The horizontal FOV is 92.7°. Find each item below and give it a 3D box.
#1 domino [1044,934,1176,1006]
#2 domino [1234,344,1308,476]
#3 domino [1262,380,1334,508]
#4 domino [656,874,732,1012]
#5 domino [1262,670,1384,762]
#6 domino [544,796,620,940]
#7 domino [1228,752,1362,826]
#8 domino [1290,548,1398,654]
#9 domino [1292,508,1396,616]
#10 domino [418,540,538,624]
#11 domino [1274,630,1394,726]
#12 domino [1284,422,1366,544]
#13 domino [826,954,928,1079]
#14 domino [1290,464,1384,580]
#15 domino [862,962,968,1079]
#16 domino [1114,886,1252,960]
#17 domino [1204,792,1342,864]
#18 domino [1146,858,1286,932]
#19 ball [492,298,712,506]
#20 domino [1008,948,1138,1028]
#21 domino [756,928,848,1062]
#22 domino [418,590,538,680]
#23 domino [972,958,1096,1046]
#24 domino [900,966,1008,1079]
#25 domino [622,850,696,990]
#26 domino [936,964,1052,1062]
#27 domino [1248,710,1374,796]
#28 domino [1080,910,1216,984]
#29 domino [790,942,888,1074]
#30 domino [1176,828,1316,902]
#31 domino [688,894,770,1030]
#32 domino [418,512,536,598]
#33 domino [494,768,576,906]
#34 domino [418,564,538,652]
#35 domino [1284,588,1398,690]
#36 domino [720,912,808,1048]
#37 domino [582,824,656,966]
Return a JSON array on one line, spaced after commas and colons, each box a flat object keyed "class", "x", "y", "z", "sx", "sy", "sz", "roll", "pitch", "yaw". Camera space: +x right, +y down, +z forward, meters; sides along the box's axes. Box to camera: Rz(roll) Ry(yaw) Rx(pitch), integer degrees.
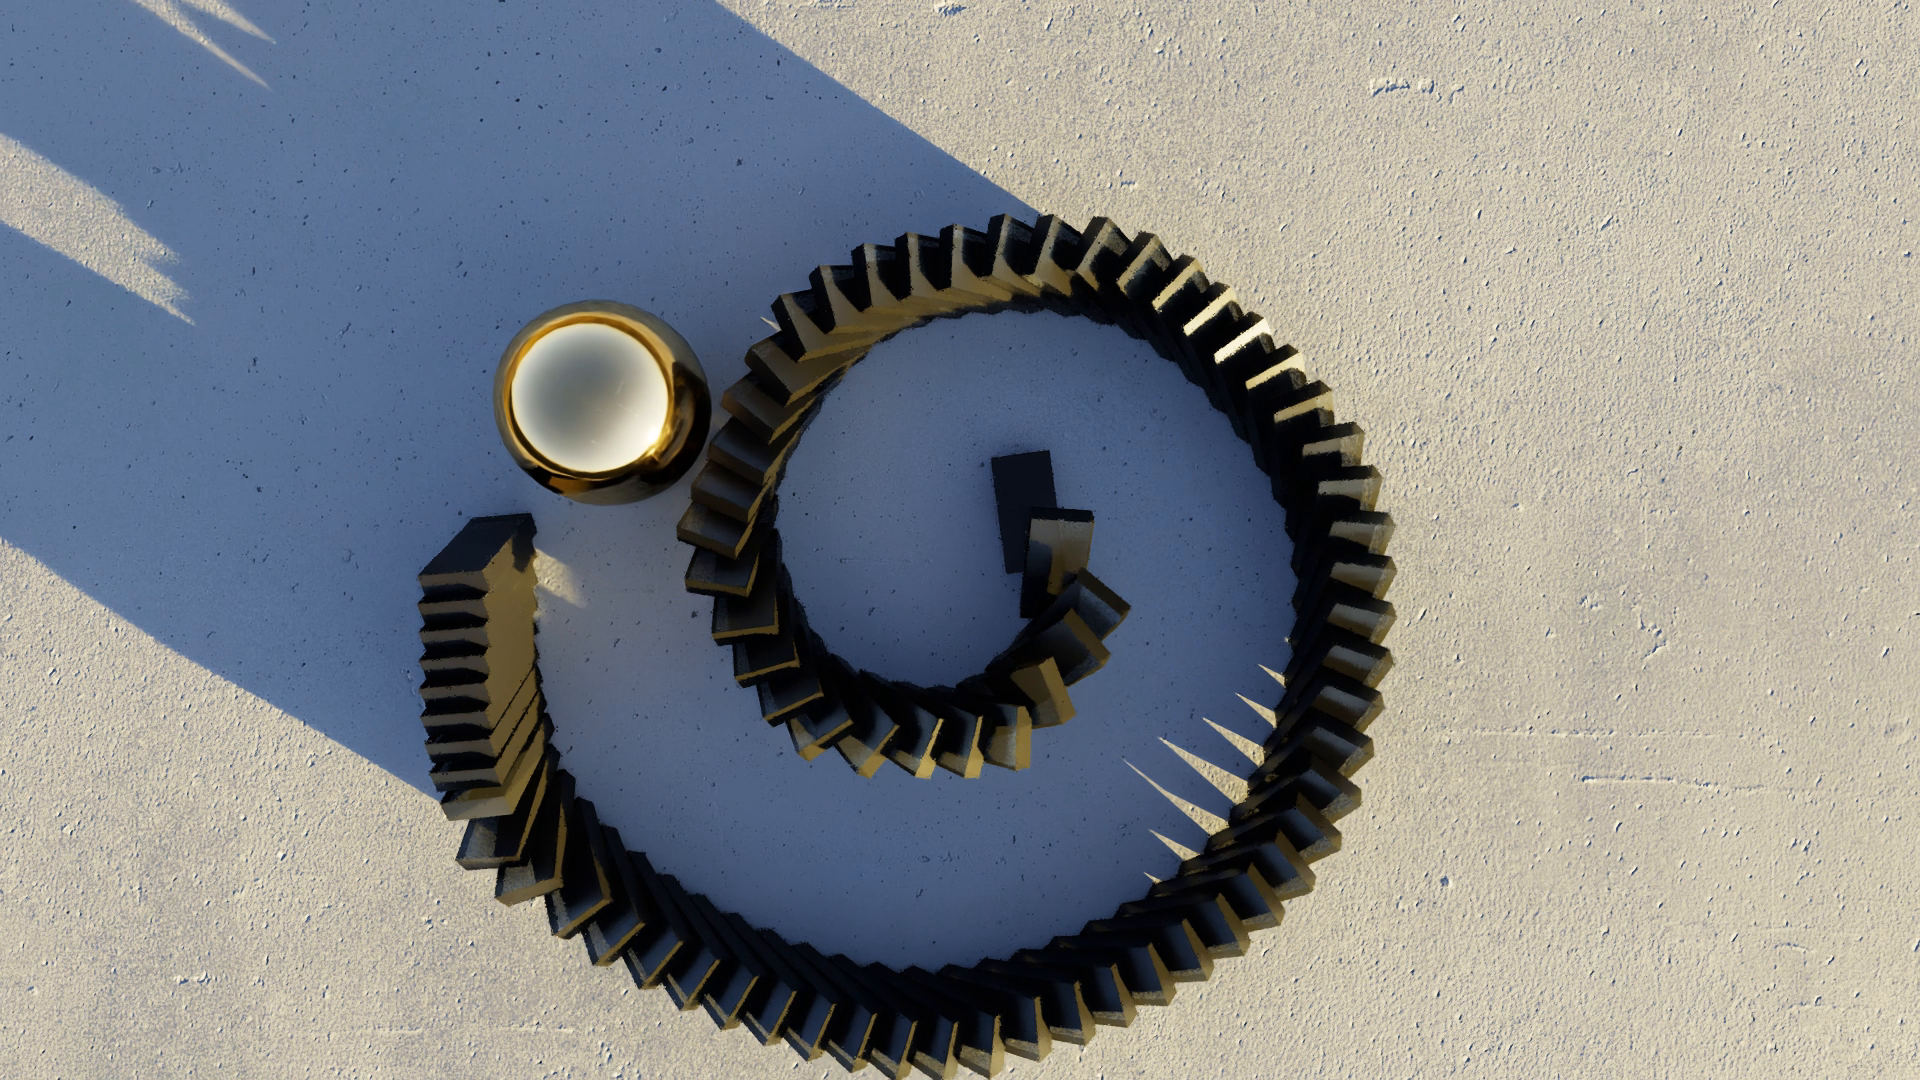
[{"class": "domino", "x": 0.062, "y": 0.179, "z": 0.382, "sx": 0.050, "sy": 0.010, "sz": 0.025, "roll": -20, "pitch": 90, "yaw": 36}, {"class": "domino", "x": 0.132, "y": -0.053, "z": 0.381, "sx": 0.025, "sy": 0.010, "sz": 0.050, "roll": -28, "pitch": 127, "yaw": 0}, {"class": "domino", "x": 0.142, "y": -0.039, "z": 0.381, "sx": 0.025, "sy": 0.009, "sz": 0.050, "roll": -22, "pitch": 128, "yaw": 0}, {"class": "domino", "x": -0.118, "y": 0.167, "z": 0.382, "sx": 0.050, "sy": 0.010, "sz": 0.025, "roll": 35, "pitch": 90, "yaw": 36}, {"class": "domino", "x": 0.150, "y": 0.078, "z": 0.381, "sx": 0.025, "sy": 0.010, "sz": 0.050, "roll": 22, "pitch": 126, "yaw": 0}, {"class": "domino", "x": -0.160, "y": 0.135, "z": 0.381, "sx": 0.025, "sy": 0.010, "sz": 0.050, "roll": -36, "pitch": 52, "yaw": 0}, {"class": "domino", "x": 0.138, "y": 0.111, "z": 0.381, "sx": 0.025, "sy": 0.010, "sz": 0.050, "roll": 37, "pitch": 127, "yaw": 0}, {"class": "domino", "x": 0.158, "y": 0.027, "z": 0.381, "sx": 0.025, "sy": 0.010, "sz": 0.050, "roll": 8, "pitch": 127, "yaw": 0}, {"class": "domino", "x": 0.159, "y": 0.011, "z": 0.381, "sx": 0.025, "sy": 0.010, "sz": 0.050, "roll": 5, "pitch": 127, "yaw": -1}, {"class": "domino", "x": -0.196, "y": 0.016, "z": 0.376, "sx": 0.025, "sy": 0.050, "sz": 0.009, "roll": -5, "pitch": 118, "yaw": 0}, {"class": "domino", "x": 0.155, "y": 0.062, "z": 0.381, "sx": 0.025, "sy": 0.009, "sz": 0.050, "roll": 18, "pitch": 126, "yaw": 0}, {"class": "domino", "x": 0.151, "y": -0.023, "z": 0.381, "sx": 0.025, "sy": 0.010, "sz": 0.050, "roll": -11, "pitch": 127, "yaw": 0}, {"class": "domino", "x": -0.039, "y": 0.198, "z": 0.381, "sx": 0.050, "sy": 0.009, "sz": 0.025, "roll": 18, "pitch": 91, "yaw": 36}, {"class": "domino", "x": 0.156, "y": -0.007, "z": 0.381, "sx": 0.025, "sy": 0.010, "sz": 0.050, "roll": -4, "pitch": 127, "yaw": -1}, {"class": "domino", "x": -0.022, "y": 0.200, "z": 0.381, "sx": 0.050, "sy": 0.010, "sz": 0.025, "roll": 12, "pitch": 91, "yaw": 37}, {"class": "domino", "x": 0.092, "y": 0.162, "z": 0.381, "sx": 0.050, "sy": 0.010, "sz": 0.025, "roll": -28, "pitch": 90, "yaw": 36}, {"class": "domino", "x": 0.129, "y": 0.126, "z": 0.381, "sx": 0.025, "sy": 0.010, "sz": 0.050, "roll": 44, "pitch": 127, "yaw": 0}, {"class": "domino", "x": 0.106, "y": 0.151, "z": 0.381, "sx": 0.050, "sy": 0.010, "sz": 0.025, "roll": -32, "pitch": 91, "yaw": 36}, {"class": "ball", "x": -0.139, "y": -0.053, "z": 0.360, "sx": 0.080, "sy": 0.080, "sz": 0.080, "roll": 0, "pitch": 90, "yaw": 0}, {"class": "domino", "x": 0.046, "y": 0.186, "z": 0.382, "sx": 0.050, "sy": 0.010, "sz": 0.025, "roll": -15, "pitch": 90, "yaw": 36}, {"class": "domino", "x": -0.072, "y": 0.188, "z": 0.381, "sx": 0.050, "sy": 0.010, "sz": 0.025, "roll": 24, "pitch": 90, "yaw": 36}, {"class": "domino", "x": -0.196, "y": 0.038, "z": 0.376, "sx": 0.025, "sy": 0.050, "sz": 0.010, "roll": -5, "pitch": 118, "yaw": 0}, {"class": "domino", "x": 0.030, "y": 0.192, "z": 0.381, "sx": 0.050, "sy": 0.009, "sz": 0.025, "roll": -11, "pitch": 90, "yaw": 36}, {"class": "domino", "x": -0.004, "y": 0.200, "z": 0.381, "sx": 0.050, "sy": 0.009, "sz": 0.025, "roll": 5, "pitch": 90, "yaw": 37}, {"class": "domino", "x": -0.133, "y": 0.157, "z": 0.382, "sx": 0.025, "sy": 0.009, "sz": 0.050, "roll": -50, "pitch": 54, "yaw": 0}, {"class": "domino", "x": 0.013, "y": 0.196, "z": 0.381, "sx": 0.050, "sy": 0.010, "sz": 0.025, "roll": -5, "pitch": 90, "yaw": 37}, {"class": "domino", "x": 0.145, "y": 0.095, "z": 0.381, "sx": 0.025, "sy": 0.009, "sz": 0.050, "roll": 28, "pitch": 127, "yaw": 0}, {"class": "domino", "x": 0.077, "y": 0.171, "z": 0.381, "sx": 0.050, "sy": 0.009, "sz": 0.025, "roll": -24, "pitch": 90, "yaw": 36}, {"class": "domino", "x": -0.055, "y": 0.193, "z": 0.381, "sx": 0.050, "sy": 0.010, "sz": 0.025, "roll": 21, "pitch": 90, "yaw": 36}, {"class": "domino", "x": 0.118, "y": 0.140, "z": 0.381, "sx": 0.050, "sy": 0.010, "sz": 0.025, "roll": -37, "pitch": 91, "yaw": 37}, {"class": "domino", "x": -0.103, "y": 0.175, "z": 0.382, "sx": 0.050, "sy": 0.010, "sz": 0.025, "roll": 31, "pitch": 90, "yaw": 36}, {"class": "domino", "x": -0.196, "y": 0.005, "z": 0.376, "sx": 0.025, "sy": 0.050, "sz": 0.009, "roll": -5, "pitch": 118, "yaw": 0}, {"class": "domino", "x": -0.175, "y": 0.122, "z": 0.379, "sx": 0.025, "sy": 0.010, "sz": 0.050, "roll": -19, "pitch": 46, "yaw": 1}, {"class": "domino", "x": -0.196, "y": 0.027, "z": 0.376, "sx": 0.025, "sy": 0.050, "sz": 0.009, "roll": -5, "pitch": 118, "yaw": 0}, {"class": "domino", "x": 0.157, "y": 0.045, "z": 0.381, "sx": 0.025, "sy": 0.010, "sz": 0.050, "roll": 13, "pitch": 127, "yaw": 0}, {"class": "domino", "x": -0.087, "y": 0.182, "z": 0.382, "sx": 0.050, "sy": 0.009, "sz": 0.025, "roll": 27, "pitch": 90, "yaw": 36}, {"class": "domino", "x": -0.148, "y": 0.147, "z": 0.381, "sx": 0.025, "sy": 0.009, "sz": 0.050, "roll": -42, "pitch": 53, "yaw": 0}]
